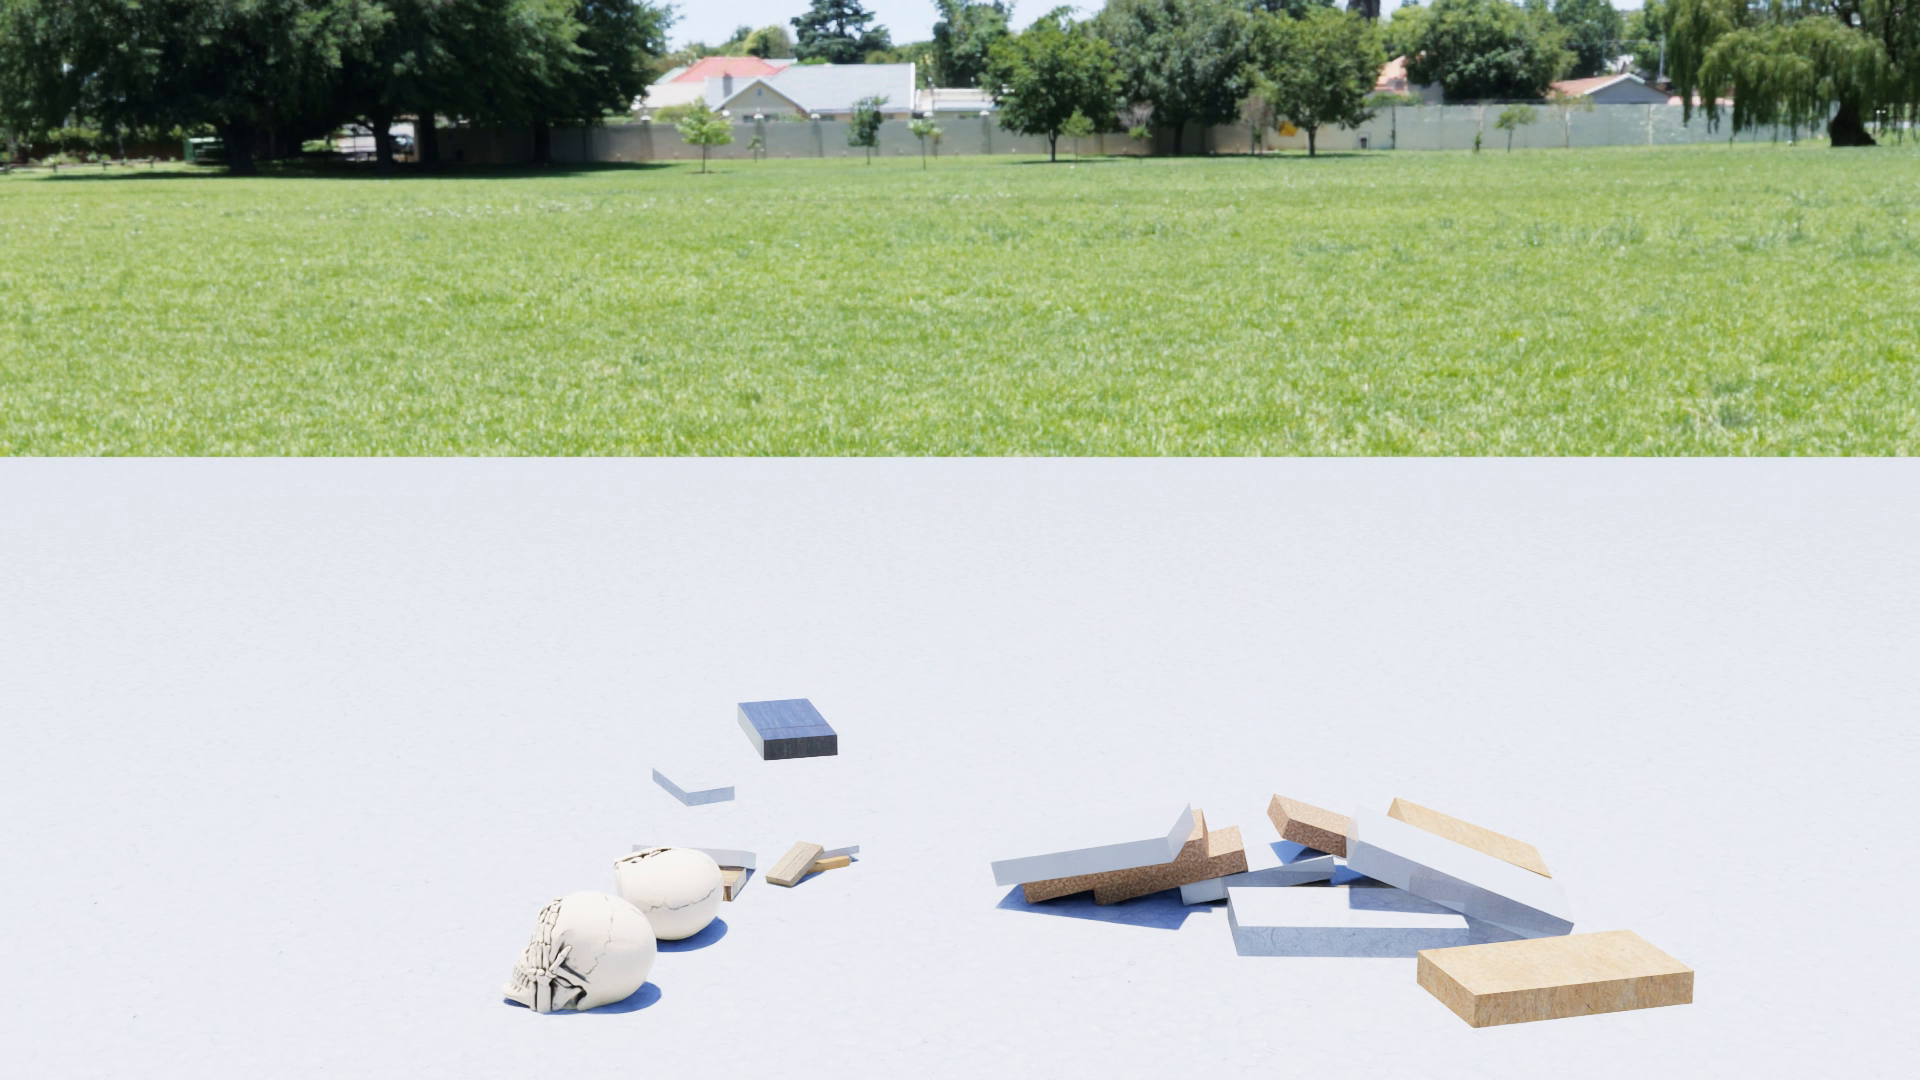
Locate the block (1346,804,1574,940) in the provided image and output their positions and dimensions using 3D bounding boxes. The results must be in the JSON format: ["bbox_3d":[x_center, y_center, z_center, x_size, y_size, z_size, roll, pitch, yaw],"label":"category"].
[{"bbox_3d":[0.792,0.535,3.503,0.353,0.050,0.176,21,14,5],"label":"block"}]

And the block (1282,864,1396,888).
[{"bbox_3d":[0.665,0.577,3.638,0.259,0.037,0.130,1,11,6],"label":"block"}]

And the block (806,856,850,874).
[{"bbox_3d":[-0.248,0.558,3.801,0.103,0.015,0.052,-6,12,-31],"label":"block"}]

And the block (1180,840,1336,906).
[{"bbox_3d":[0.491,0.546,3.657,0.254,0.036,0.127,-11,9,5],"label":"block"}]

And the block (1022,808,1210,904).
[{"bbox_3d":[0.259,0.524,3.654,0.306,0.043,0.153,-14,9,8],"label":"block"}]

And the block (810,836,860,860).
[{"bbox_3d":[-0.233,0.539,3.826,0.103,0.015,0.052,-6,12,-29],"label":"block"}]

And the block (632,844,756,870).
[{"bbox_3d":[-0.454,0.542,3.760,0.193,0.027,0.096,2,-11,10],"label":"block"}]

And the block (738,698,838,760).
[{"bbox_3d":[-0.364,0.394,4.604,0.153,0.043,0.306,-3,11,-15],"label":"block"}]

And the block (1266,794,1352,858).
[{"bbox_3d":[0.645,0.495,3.654,0.254,0.036,0.127,18,10,-7],"label":"block"}]

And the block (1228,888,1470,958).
[{"bbox_3d":[0.607,0.602,3.466,0.353,0.050,0.176,0,11,2],"label":"block"}]

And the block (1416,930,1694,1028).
[{"bbox_3d":[0.875,0.644,3.242,0.353,0.050,0.176,-3,11,-15],"label":"block"}]

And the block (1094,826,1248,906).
[{"bbox_3d":[0.347,0.540,3.657,0.254,0.036,0.127,-15,9,6],"label":"block"}]

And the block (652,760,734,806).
[{"bbox_3d":[-0.515,0.469,4.244,0.096,0.027,0.193,-5,12,-27],"label":"block"}]

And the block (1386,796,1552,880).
[{"bbox_3d":[0.856,0.515,3.704,0.259,0.037,0.130,20,15,-4],"label":"block"}]

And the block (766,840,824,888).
[{"bbox_3d":[-0.281,0.552,3.744,0.052,0.015,0.104,6,31,31],"label":"block"}]

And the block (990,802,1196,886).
[{"bbox_3d":[0.218,0.498,3.601,0.306,0.043,0.153,-12,10,22],"label":"block"}]

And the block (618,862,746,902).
[{"bbox_3d":[-0.465,0.572,3.689,0.193,0.027,0.096,2,11,9],"label":"block"}]

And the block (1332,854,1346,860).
[{"bbox_3d":[0.766,0.543,3.822,0.130,0.037,0.259,-9,14,-41],"label":"block"}]
